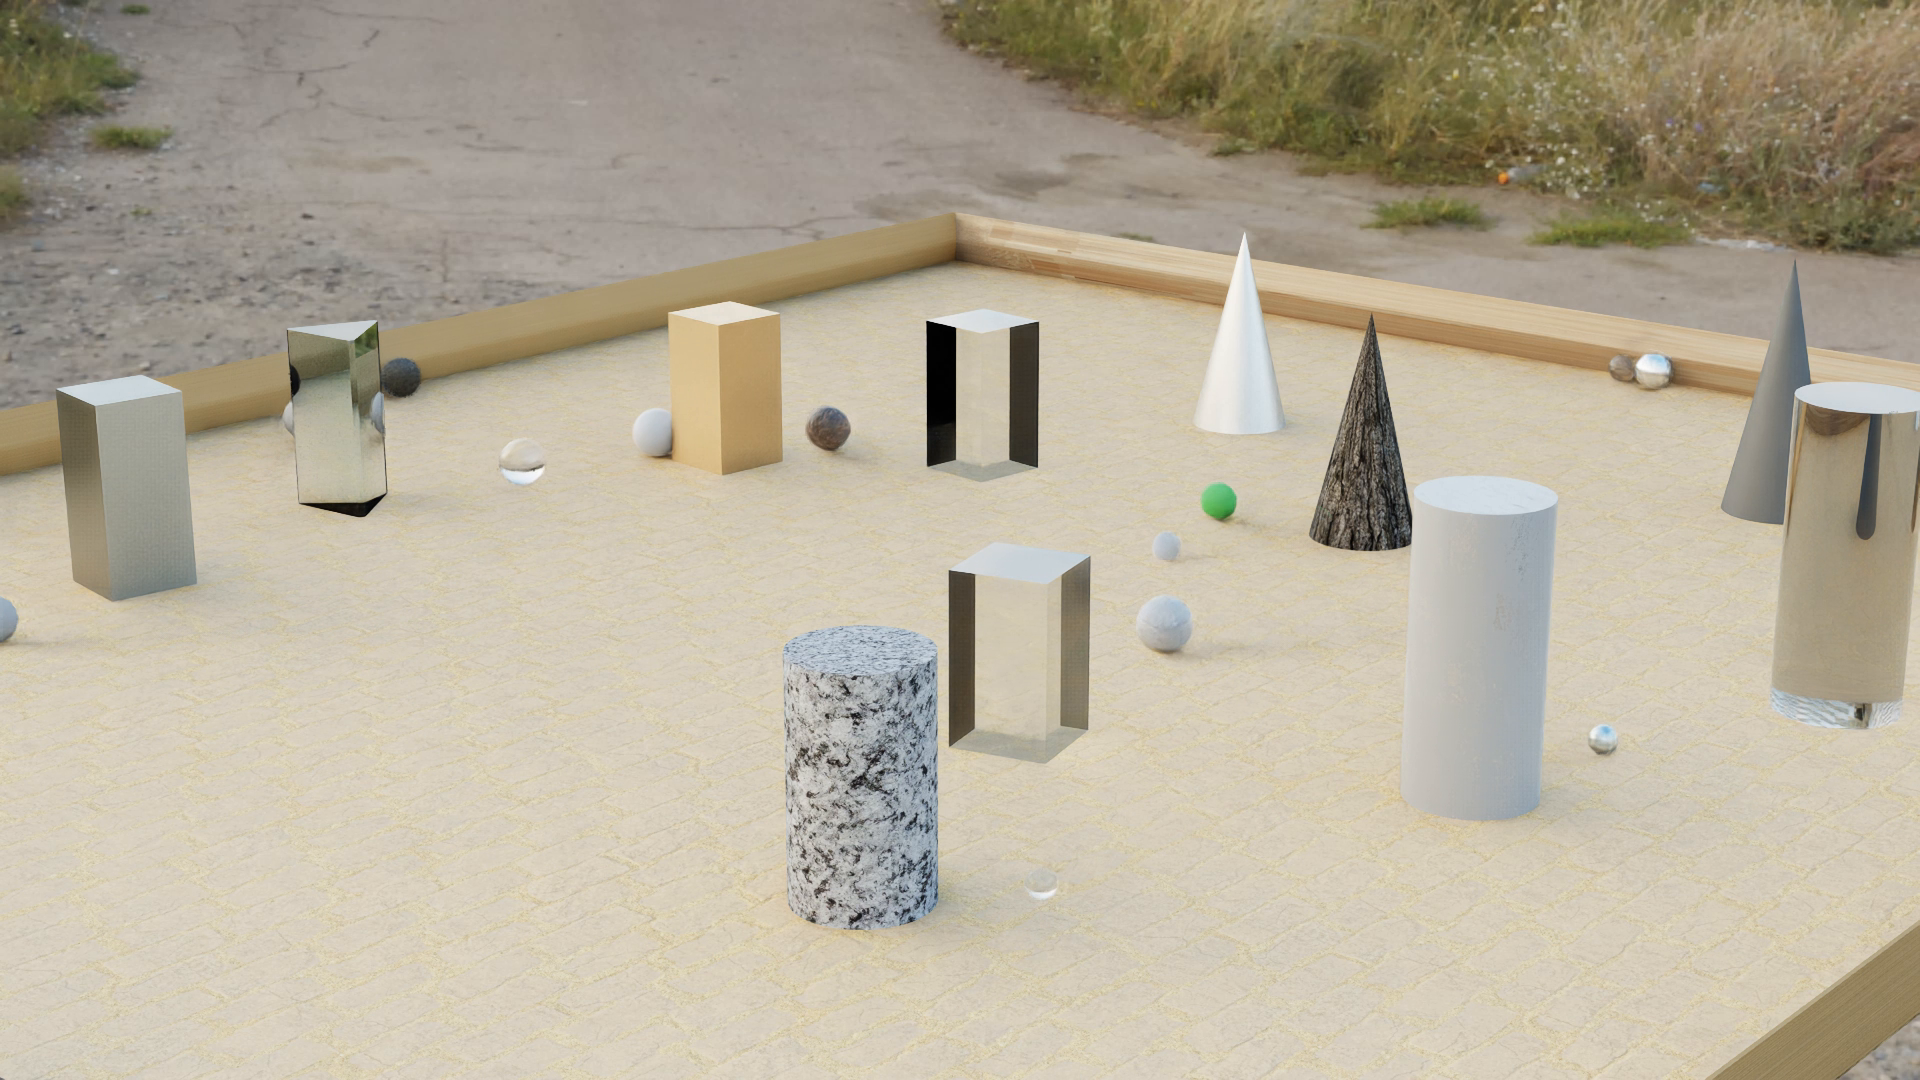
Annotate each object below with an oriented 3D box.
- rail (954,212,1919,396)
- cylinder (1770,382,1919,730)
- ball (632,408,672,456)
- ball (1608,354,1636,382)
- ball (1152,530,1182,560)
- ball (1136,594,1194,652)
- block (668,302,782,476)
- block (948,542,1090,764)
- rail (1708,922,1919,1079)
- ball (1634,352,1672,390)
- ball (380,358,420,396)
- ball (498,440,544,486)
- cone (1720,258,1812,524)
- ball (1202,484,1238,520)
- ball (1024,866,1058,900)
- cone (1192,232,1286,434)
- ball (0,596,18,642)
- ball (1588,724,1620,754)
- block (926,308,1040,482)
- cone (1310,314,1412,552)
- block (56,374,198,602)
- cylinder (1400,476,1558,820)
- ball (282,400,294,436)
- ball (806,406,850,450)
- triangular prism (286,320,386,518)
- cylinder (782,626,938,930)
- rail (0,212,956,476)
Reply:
[{"bbox_3d":[1.454,-0.450,6.723,3.931,0.130,0.045,14,22,39],"label":"rail"},{"bbox_3d":[1.369,0.023,4.516,0.200,0.499,0.200,0,17,0],"label":"cylinder"},{"bbox_3d":[-0.622,-0.221,6.018,0.099,0.099,0.099,0,17,0],"label":"ball"},{"bbox_3d":[1.501,-0.390,6.642,0.063,0.063,0.063,0,17,0],"label":"ball"},{"bbox_3d":[0.376,0.010,5.333,0.053,0.053,0.053,0,17,0],"label":"ball"},{"bbox_3d":[0.338,0.138,4.835,0.095,0.095,0.095,0,17,0],"label":"ball"},{"bbox_3d":[-0.475,-0.309,5.948,0.160,0.308,0.160,-15,22,-41],"label":"block"},{"bbox_3d":[0.090,0.168,4.413,0.160,0.280,0.160,8,18,25],"label":"block"},{"bbox_3d":[1.466,0.400,3.901,0.045,0.130,4.482,14,22,39],"label":"rail"},{"bbox_3d":[1.554,-0.379,6.573,0.083,0.083,0.083,0,17,0],"label":"ball"},{"bbox_3d":[-1.241,-0.360,6.504,0.086,0.086,0.086,0,17,0],"label":"ball"},{"bbox_3d":[-0.869,-0.154,5.812,0.091,0.091,0.091,0,17,0],"label":"ball"},{"bbox_3d":[1.568,-0.294,5.577,0.200,0.494,0.200,0,17,0],"label":"cone"},{"bbox_3d":[0.494,-0.074,5.584,0.068,0.068,0.068,0,17,0],"label":"ball"},{"bbox_3d":[0.107,0.454,3.875,0.043,0.043,0.043,0,17,0],"label":"ball"},{"bbox_3d":[0.600,-0.451,6.234,0.200,0.415,0.200,0,17,0],"label":"cone"},{"bbox_3d":[-1.609,0.132,4.876,0.081,0.081,0.081,0,17,0],"label":"ball"},{"bbox_3d":[0.963,0.299,4.386,0.046,0.046,0.046,0,17,0],"label":"ball"},{"bbox_3d":[0.045,-0.292,5.900,0.160,0.304,0.160,-15,22,-41],"label":"block"},{"bbox_3d":[0.753,-0.213,5.422,0.200,0.428,0.200,0,17,0],"label":"cone"},{"bbox_3d":[-1.465,-0.093,5.156,0.160,0.351,0.160,-14,22,-38],"label":"block"},{"bbox_3d":[0.736,0.152,4.170,0.200,0.450,0.200,0,17,0],"label":"cylinder"},{"bbox_3d":[-1.372,-0.257,6.147,0.094,0.094,0.094,0,17,0],"label":"ball"},{"bbox_3d":[-0.272,-0.231,6.067,0.091,0.091,0.091,0,17,0],"label":"ball"},{"bbox_3d":[-1.171,-0.241,5.656,0.173,0.346,0.150,11,20,33],"label":"triangular prism"},{"bbox_3d":[-0.129,0.308,3.830,0.200,0.348,0.200,0,17,0],"label":"cylinder"},{"bbox_3d":[-1.466,-0.334,6.339,0.045,0.130,4.482,14,22,39],"label":"rail"}]
